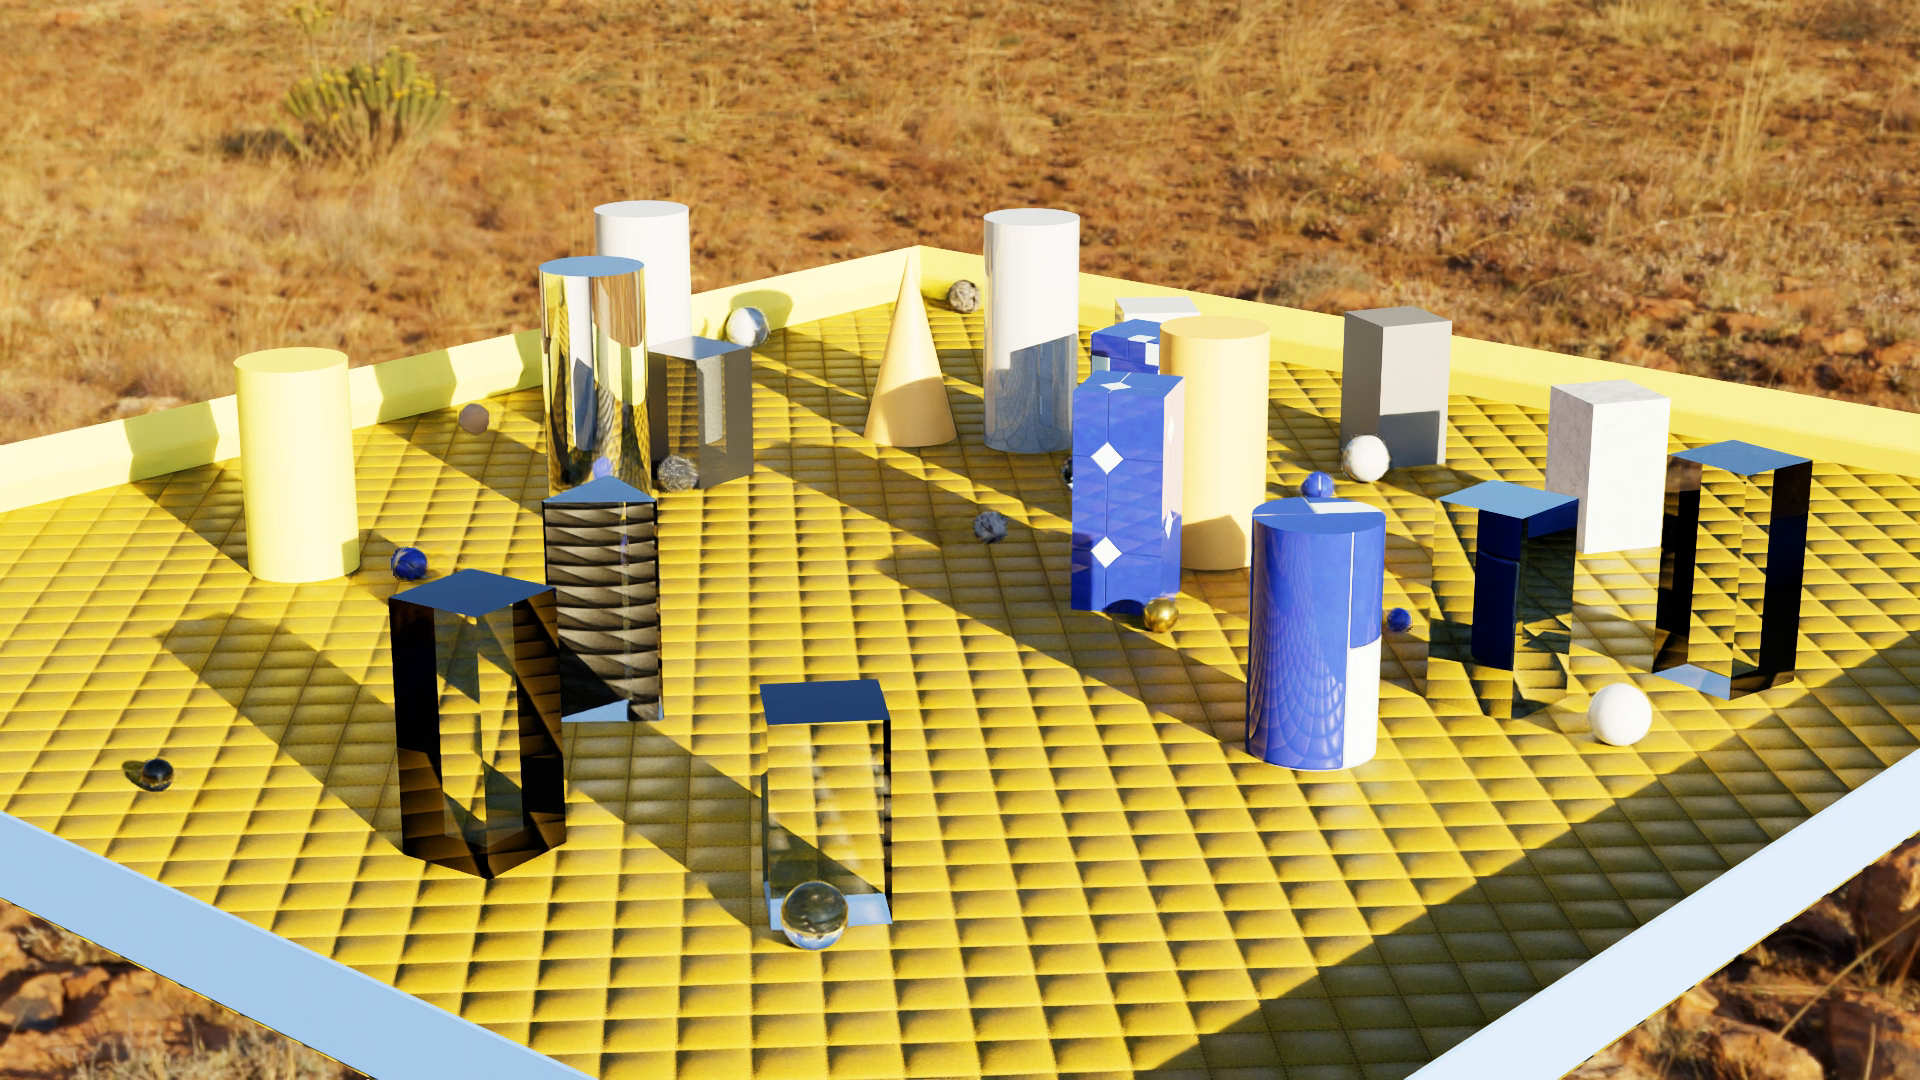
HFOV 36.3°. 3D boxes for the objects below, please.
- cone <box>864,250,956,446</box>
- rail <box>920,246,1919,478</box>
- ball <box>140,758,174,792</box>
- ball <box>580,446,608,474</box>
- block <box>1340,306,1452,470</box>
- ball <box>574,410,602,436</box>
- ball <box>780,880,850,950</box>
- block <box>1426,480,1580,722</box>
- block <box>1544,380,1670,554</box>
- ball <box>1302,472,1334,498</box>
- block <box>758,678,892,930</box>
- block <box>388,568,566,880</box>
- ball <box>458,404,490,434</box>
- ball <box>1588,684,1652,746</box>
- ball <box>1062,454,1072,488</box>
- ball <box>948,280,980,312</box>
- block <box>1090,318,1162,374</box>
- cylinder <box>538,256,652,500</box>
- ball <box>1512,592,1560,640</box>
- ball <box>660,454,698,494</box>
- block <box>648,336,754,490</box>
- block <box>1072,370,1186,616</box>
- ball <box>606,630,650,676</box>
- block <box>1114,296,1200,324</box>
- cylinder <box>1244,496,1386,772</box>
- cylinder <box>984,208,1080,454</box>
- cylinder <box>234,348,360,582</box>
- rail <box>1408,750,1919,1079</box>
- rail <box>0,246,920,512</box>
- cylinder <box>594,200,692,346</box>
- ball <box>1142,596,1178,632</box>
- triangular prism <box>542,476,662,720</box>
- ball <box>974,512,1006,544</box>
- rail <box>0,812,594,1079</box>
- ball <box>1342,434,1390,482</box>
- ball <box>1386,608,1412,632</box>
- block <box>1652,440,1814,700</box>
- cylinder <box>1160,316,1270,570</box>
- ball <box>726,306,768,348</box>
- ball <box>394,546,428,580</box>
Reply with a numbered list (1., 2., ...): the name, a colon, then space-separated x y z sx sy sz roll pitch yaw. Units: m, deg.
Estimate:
1. cone: -0.105 -0.413 6.130 0.197 0.399 0.197 0 17 0
2. rail: 1.183 -0.361 6.424 3.449 0.128 0.045 14 22 39
3. ball: -1.161 0.340 4.240 0.048 0.048 0.048 0 17 0
4. ball: -0.736 -0.160 5.886 0.055 0.055 0.055 0 17 0
5. block: 0.886 -0.311 5.972 0.157 0.295 0.157 -7 18 -21
6. ball: -0.781 -0.246 6.168 0.058 0.058 0.058 0 17 0
7. ball: -0.184 0.476 3.719 0.088 0.088 0.088 0 17 0
8. block: 0.846 0.093 4.576 0.157 0.327 0.157 15 23 41
9. block: 1.193 -0.138 5.421 0.157 0.281 0.157 -5 18 -17
10. ball: 0.693 -0.102 5.681 0.062 0.062 0.062 0 17 0
11. block: -0.176 0.343 3.826 0.157 0.281 0.157 -2 17 -7
12. block: -0.654 0.248 3.987 0.157 0.371 0.157 11 20 32
13. ball: -1.026 -0.256 6.185 0.066 0.066 0.066 0 17 0
14. ball: 0.993 0.263 4.415 0.095 0.095 0.095 0 17 0
15. ball: 0.239 -0.135 5.763 0.078 0.078 0.078 0 17 0
16. ball: 0.010 -0.610 7.331 0.083 0.083 0.083 0 17 0
17. block: 0.366 -0.263 5.790 0.157 0.308 0.157 12 20 34
18. cylinder: -0.685 -0.277 5.528 0.197 0.486 0.197 0 17 0
19. ball: 0.961 0.127 4.892 0.080 0.080 0.080 0 17 0
20. ball: -0.552 -0.129 5.749 0.076 0.076 0.076 0 17 0
21. block: -0.525 -0.255 5.844 0.157 0.262 0.157 13 21 37
22. block: 0.290 -0.081 5.050 0.157 0.387 0.157 5 17 16
23. ball: -0.534 0.182 4.724 0.072 0.072 0.072 0 17 0
24. block: 0.413 -0.363 6.184 0.157 0.271 0.157 -1 17 -4
25. cylinder: 0.528 0.138 4.362 0.197 0.364 0.197 0 17 0
26. cylinder: 0.147 -0.434 6.069 0.197 0.474 0.197 0 17 0
27. cylinder: -1.183 -0.135 5.239 0.197 0.382 0.197 0 17 0
28. rail: 1.284 0.354 4.052 0.045 0.128 3.655 14 22 39
29. rail: -1.284 -0.290 6.188 0.045 0.128 3.655 14 22 39
30. cylinder: -0.663 -0.462 6.165 0.197 0.473 0.197 0 17 0
31. ball: 0.337 0.125 4.930 0.060 0.060 0.060 0 17 0
32. triangular prism: -0.546 0.089 4.546 0.170 0.352 0.148 0 17 -1
33. ball: 0.055 -0.024 5.427 0.059 0.059 0.059 0 17 0
34. rail: -1.183 0.425 3.816 3.449 0.128 0.045 14 22 39
35. ball: 0.807 -0.162 5.824 0.095 0.095 0.095 0 17 0
36. ball: 0.738 0.134 4.933 0.042 0.042 0.042 0 17 0
37. block: 1.227 0.046 4.664 0.157 0.367 0.157 -12 20 -34
38. cylinder: 0.456 -0.177 5.304 0.197 0.424 0.197 0 17 0
39. ball: -0.503 -0.503 6.951 0.098 0.098 0.098 0 17 0
40. ball: -0.975 0.042 5.206 0.061 0.061 0.061 0 17 0
